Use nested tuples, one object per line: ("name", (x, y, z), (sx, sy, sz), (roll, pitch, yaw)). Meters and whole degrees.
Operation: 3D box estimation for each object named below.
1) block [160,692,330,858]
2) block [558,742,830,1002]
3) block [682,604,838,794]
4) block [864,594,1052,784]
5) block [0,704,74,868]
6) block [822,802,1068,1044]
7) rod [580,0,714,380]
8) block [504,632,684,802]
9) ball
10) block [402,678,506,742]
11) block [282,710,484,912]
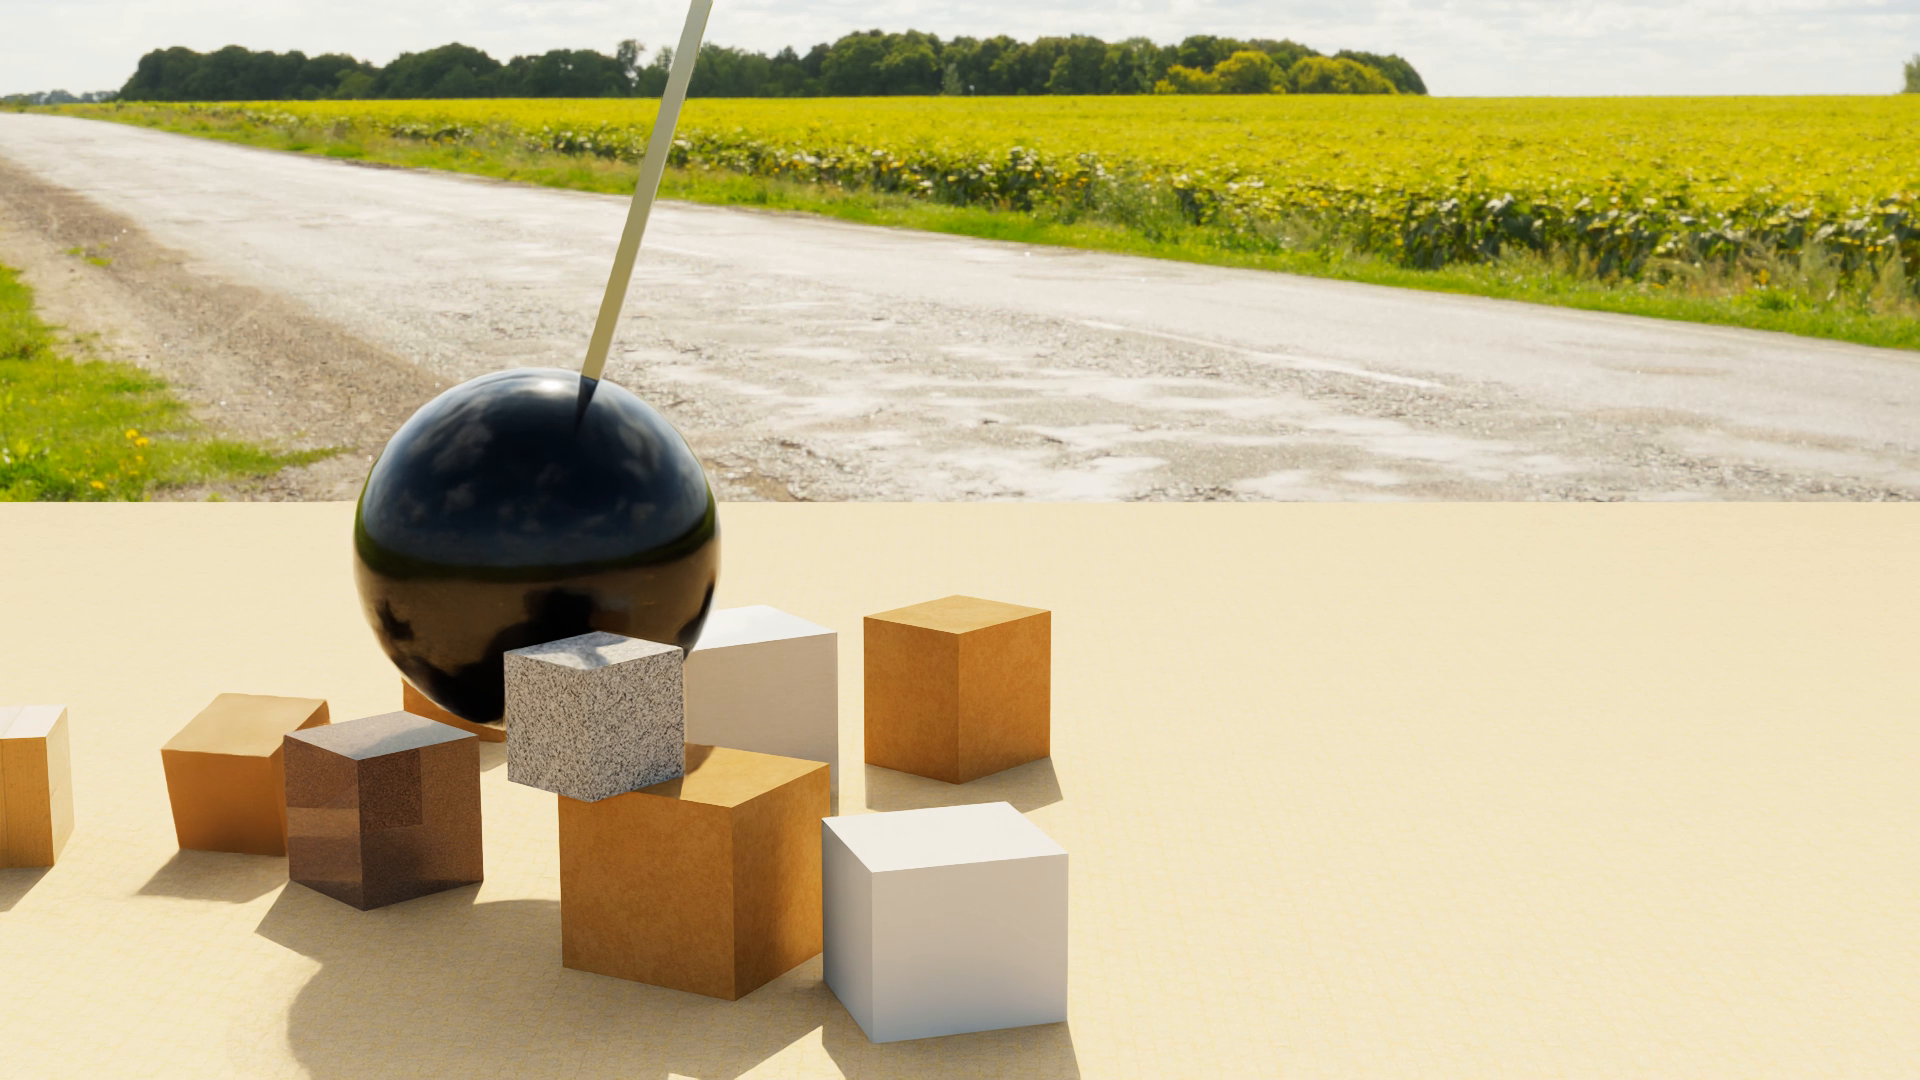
("block", (-3.263, 1.080, 11.853), (0.540, 0.516, 0.573), (3, 24, 13))
("block", (-1.053, 1.299, 10.265), (0.817, 0.771, 0.716), (5, 12, 28))
("block", (-1.148, 0.831, 12.715), (0.818, 0.817, 0.773), (-6, 12, -31))
("block", (-0.011, 0.758, 13.238), (0.640, 0.773, 0.737), (9, 13, 40))
("block", (-4.463, 1.127, 11.692), (0.697, 0.599, 0.603), (-2, 10, -10))
("block", (-0.067, 1.443, 9.799), (0.758, 0.655, 0.722), (-3, 11, -17))
("rod", (-0.795, -3.139, 10.610), (0.080, 5.200, 0.080), (18, 10, -3))
("block", (-1.430, 0.683, 10.051), (0.479, 0.517, 0.499), (9, 13, 39))
("ball", (-1.835, 0.046, 11.189), (1.600, 1.600, 1.600), (0, 10, 0))
("block", (-2.612, 0.740, 13.963), (0.598, 0.548, 0.592), (4, 11, 21))
("block", (-2.528, 1.174, 11.254), (0.604, 0.663, 0.614), (-10, 14, -43))
